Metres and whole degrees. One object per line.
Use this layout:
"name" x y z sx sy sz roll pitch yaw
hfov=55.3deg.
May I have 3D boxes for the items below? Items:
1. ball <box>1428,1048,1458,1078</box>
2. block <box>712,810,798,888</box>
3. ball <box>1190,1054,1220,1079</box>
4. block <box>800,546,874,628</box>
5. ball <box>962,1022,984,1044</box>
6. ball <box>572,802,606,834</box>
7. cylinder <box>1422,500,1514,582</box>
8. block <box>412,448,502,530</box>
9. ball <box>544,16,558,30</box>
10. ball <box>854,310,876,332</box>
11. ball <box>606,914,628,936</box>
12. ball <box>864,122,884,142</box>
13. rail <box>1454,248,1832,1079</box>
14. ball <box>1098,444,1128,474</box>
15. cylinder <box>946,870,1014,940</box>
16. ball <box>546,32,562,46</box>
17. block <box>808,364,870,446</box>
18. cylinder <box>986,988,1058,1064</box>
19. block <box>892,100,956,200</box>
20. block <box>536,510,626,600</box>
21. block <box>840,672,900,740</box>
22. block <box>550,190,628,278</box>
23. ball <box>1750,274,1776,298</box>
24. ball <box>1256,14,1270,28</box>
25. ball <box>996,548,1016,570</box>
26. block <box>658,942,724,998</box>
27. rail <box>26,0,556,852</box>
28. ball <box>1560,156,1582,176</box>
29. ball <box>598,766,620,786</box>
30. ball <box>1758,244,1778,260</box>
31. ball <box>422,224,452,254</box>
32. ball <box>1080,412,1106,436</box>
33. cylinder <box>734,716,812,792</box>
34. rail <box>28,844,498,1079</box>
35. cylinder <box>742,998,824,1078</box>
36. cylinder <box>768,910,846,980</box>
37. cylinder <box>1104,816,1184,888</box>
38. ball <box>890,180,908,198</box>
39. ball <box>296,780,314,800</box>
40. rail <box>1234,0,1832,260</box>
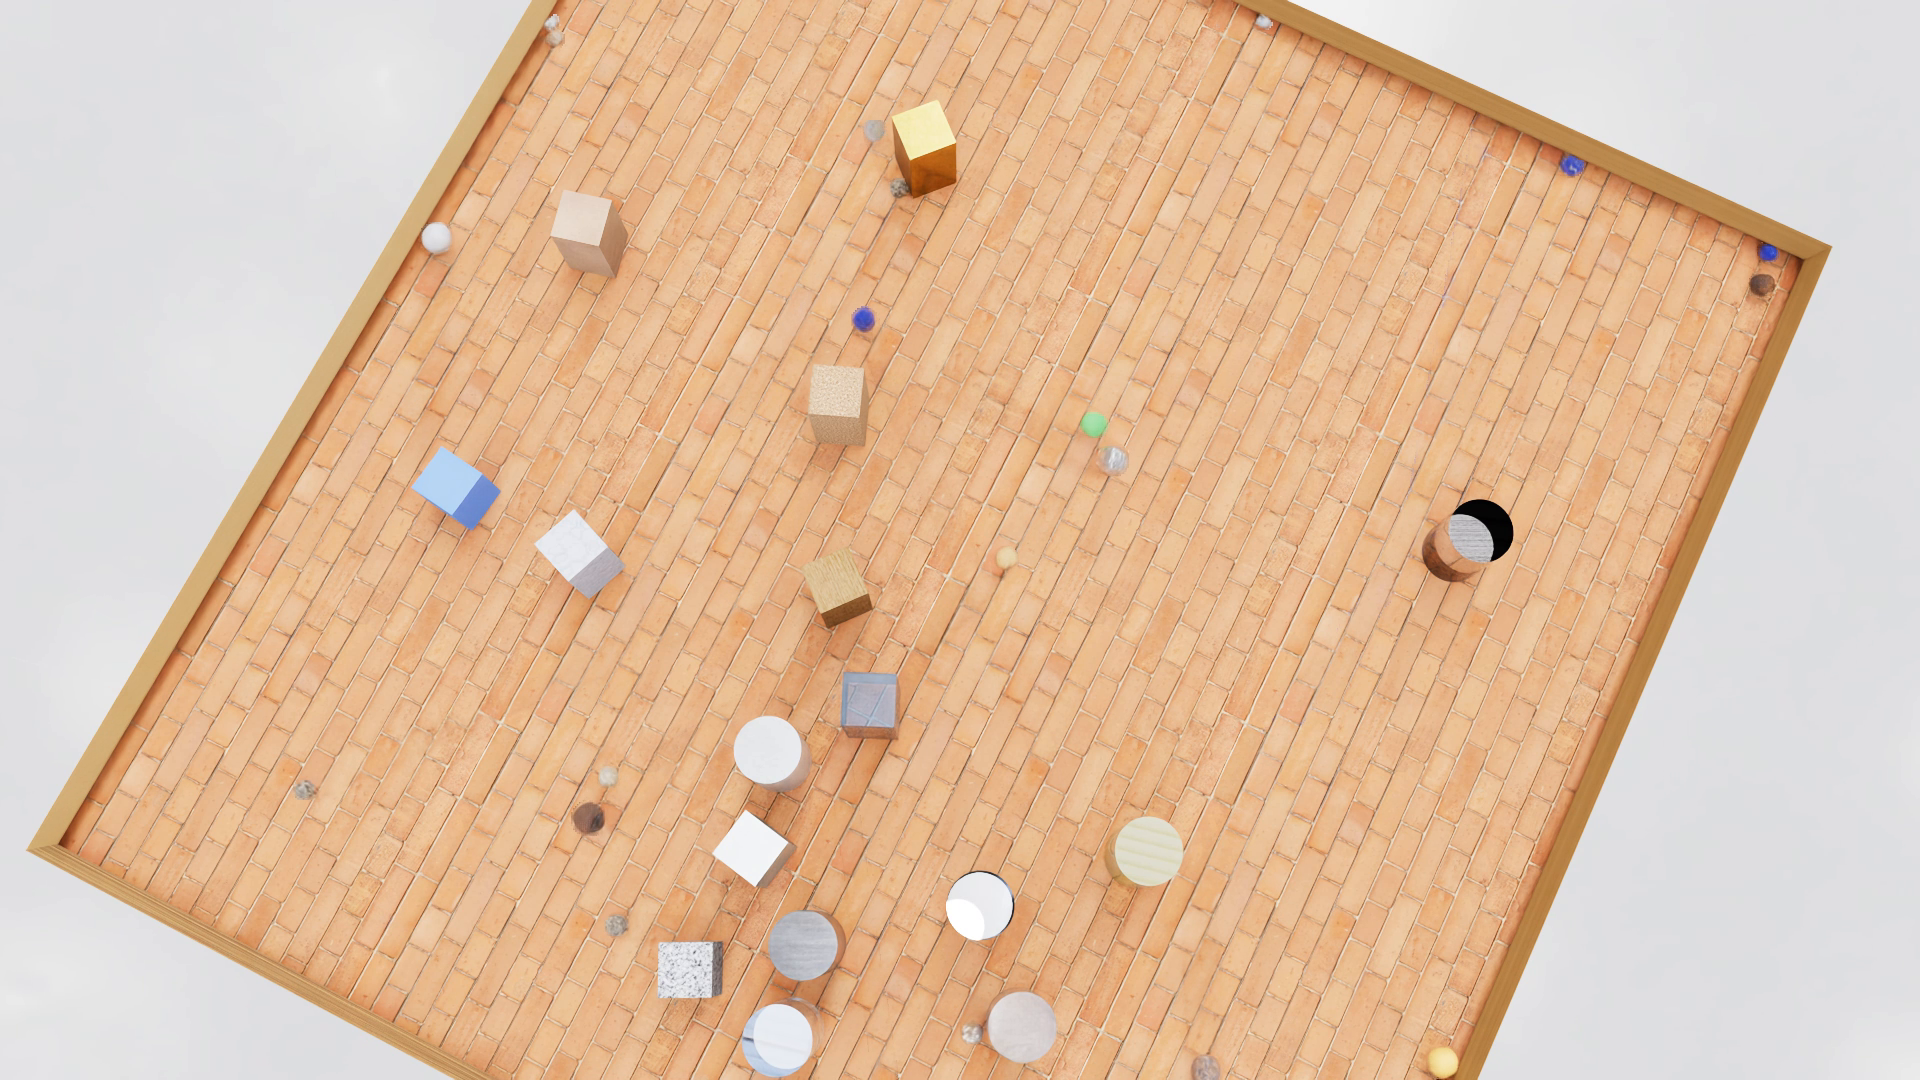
"ball" 1.387 1.501 5.262 0.086 0.086 0.086 0 78 0
"block" -0.586 0.892 5.272 0.151 0.313 0.151 36 81 7
"ball" 0.705 1.521 5.258 0.086 0.086 0.086 0 78 0
"block" -0.363 0.144 5.440 0.151 0.288 0.151 -23 79 -5
"ball" 0.036 1.421 5.291 0.062 0.062 0.062 0 78 0
"ball" -1.092 0.821 5.398 0.094 0.094 0.094 0 78 0
"cylinder" 1.507 0.005 5.454 0.189 0.315 0.189 0 78 0
"block" -1.518 -0.152 5.532 0.151 0.228 0.151 33 80 6
"ball" -1.327 -1.675 5.939 0.046 0.046 0.046 0 78 0
"ball" -0.298 -0.685 5.722 0.071 0.071 0.071 0 78 0
"ball" -1.000 1.126 5.351 0.064 0.064 0.064 0 78 0
"ball" -0.273 -1.305 5.854 0.062 0.062 0.062 0 78 0
"rail" 1.774 0.875 5.372 0.045 0.122 4.073 26 80 5
"ball" 0.467 -0.246 5.620 0.092 0.092 0.092 0 78 0
"cylinder" 0.057 1.042 5.222 0.189 0.349 0.189 0 78 0
"ball" -1.312 -1.620 5.926 0.049 0.049 0.049 0 78 0
"block" -0.363 -0.403 5.530 0.151 0.333 0.151 5 78 1
"cylinder" 0.170 1.361 5.158 0.189 0.347 0.189 0 78 0
"block" -0.109 -1.213 5.709 0.151 0.310 0.151 -21 79 -4
"block" -1.126 0.046 5.452 0.151 0.304 0.151 -42 81 -8
"block" -0.256 0.485 5.326 0.151 0.372 0.151 2 78 0
"block" -1.142 -0.943 5.666 0.151 0.285 0.151 13 79 3
"ball" 2.515 -0.798 5.744 0.073 0.073 0.073 0 78 0
"ball" 0.985 -1.681 5.942 0.044 0.044 0.044 0 78 0
"ball" 0.139 0.058 5.571 0.065 0.065 0.065 0 78 0
"block" -0.769 1.227 5.242 0.151 0.237 0.151 -1 78 0
"rail" -1.774 -0.862 5.731 0.045 0.122 4.073 26 80 5
"ball" 1.945 -1.192 5.830 0.064 0.064 0.064 0 78 0
"ball" -1.043 0.702 5.440 0.062 0.062 0.062 0 78 0
"ball" 2.547 -0.907 5.777 0.053 0.053 0.053 0 78 0
"ball" -1.645 -0.948 5.765 0.094 0.094 0.094 0 78 0
"ball" 0.411 -0.358 5.651 0.077 0.077 0.077 0 78 0
"cylinder" -0.537 0.623 5.297 0.189 0.372 0.189 0 78 0
"rail" -0.900 1.769 5.187 4.014 0.122 0.045 26 80 5
"cylinder" -0.487 1.379 5.100 0.189 0.453 0.189 0 78 0
"cylinder" -0.427 1.143 5.180 0.189 0.393 0.189 0 78 0
"cylinder" 0.520 0.895 5.230 0.189 0.393 0.189 0 78 0
"ball" -0.193 -1.114 5.817 0.059 0.059 0.059 0 78 0
"ball" -1.942 0.741 5.435 0.055 0.055 0.055 0 78 0
"rail" 0.900 -1.756 5.916 4.014 0.122 0.045 26 80 5
